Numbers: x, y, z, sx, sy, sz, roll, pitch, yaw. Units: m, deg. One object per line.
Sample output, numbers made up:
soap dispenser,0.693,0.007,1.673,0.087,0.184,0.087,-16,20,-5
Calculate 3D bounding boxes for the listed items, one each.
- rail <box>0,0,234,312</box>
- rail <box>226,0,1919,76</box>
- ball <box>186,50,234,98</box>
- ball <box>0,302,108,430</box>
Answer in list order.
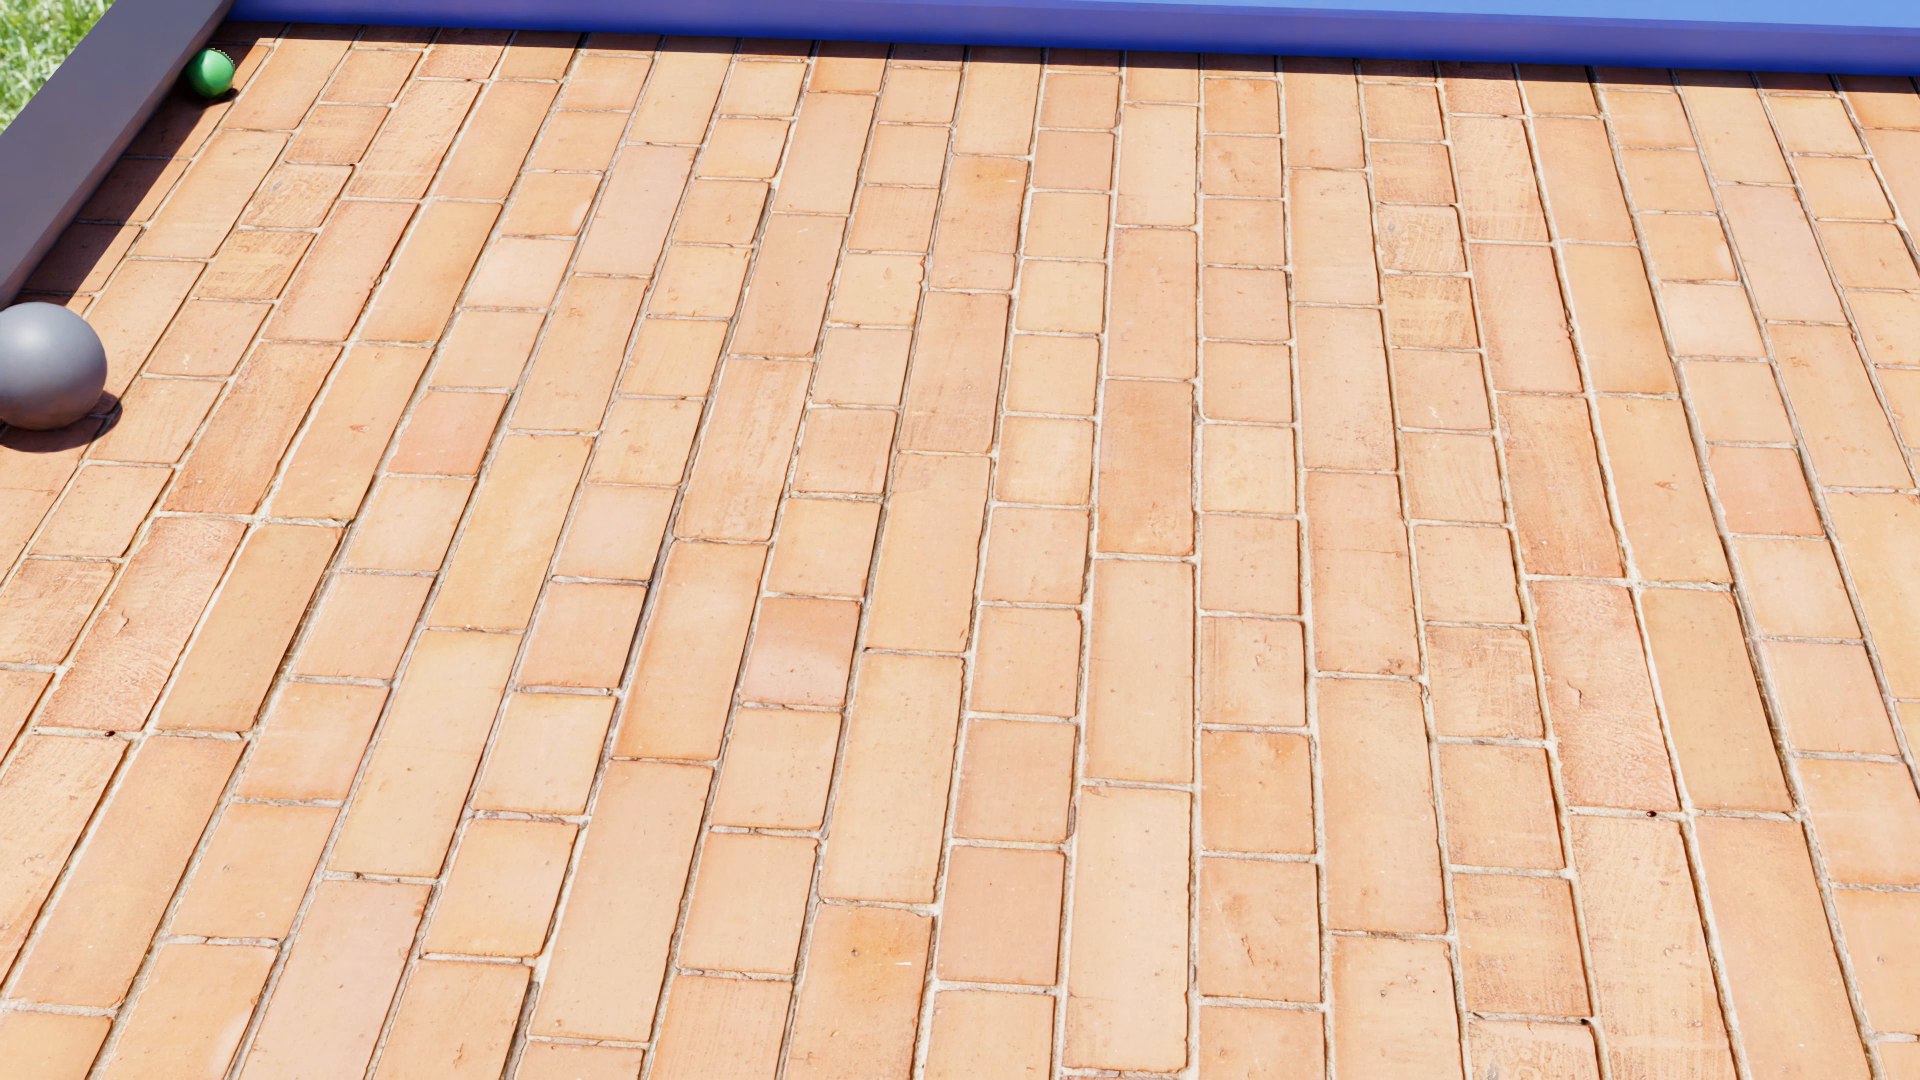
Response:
rail,-0.799,-0.064,1.845,0.045,0.128,1.808,3,35,4
rail,0.893,-0.496,2.456,3.303,0.128,0.045,3,35,4
ball,-0.719,-0.447,2.461,0.045,0.045,0.045,0,35,0
ball,-0.707,-0.134,1.971,0.099,0.099,0.099,0,35,0
